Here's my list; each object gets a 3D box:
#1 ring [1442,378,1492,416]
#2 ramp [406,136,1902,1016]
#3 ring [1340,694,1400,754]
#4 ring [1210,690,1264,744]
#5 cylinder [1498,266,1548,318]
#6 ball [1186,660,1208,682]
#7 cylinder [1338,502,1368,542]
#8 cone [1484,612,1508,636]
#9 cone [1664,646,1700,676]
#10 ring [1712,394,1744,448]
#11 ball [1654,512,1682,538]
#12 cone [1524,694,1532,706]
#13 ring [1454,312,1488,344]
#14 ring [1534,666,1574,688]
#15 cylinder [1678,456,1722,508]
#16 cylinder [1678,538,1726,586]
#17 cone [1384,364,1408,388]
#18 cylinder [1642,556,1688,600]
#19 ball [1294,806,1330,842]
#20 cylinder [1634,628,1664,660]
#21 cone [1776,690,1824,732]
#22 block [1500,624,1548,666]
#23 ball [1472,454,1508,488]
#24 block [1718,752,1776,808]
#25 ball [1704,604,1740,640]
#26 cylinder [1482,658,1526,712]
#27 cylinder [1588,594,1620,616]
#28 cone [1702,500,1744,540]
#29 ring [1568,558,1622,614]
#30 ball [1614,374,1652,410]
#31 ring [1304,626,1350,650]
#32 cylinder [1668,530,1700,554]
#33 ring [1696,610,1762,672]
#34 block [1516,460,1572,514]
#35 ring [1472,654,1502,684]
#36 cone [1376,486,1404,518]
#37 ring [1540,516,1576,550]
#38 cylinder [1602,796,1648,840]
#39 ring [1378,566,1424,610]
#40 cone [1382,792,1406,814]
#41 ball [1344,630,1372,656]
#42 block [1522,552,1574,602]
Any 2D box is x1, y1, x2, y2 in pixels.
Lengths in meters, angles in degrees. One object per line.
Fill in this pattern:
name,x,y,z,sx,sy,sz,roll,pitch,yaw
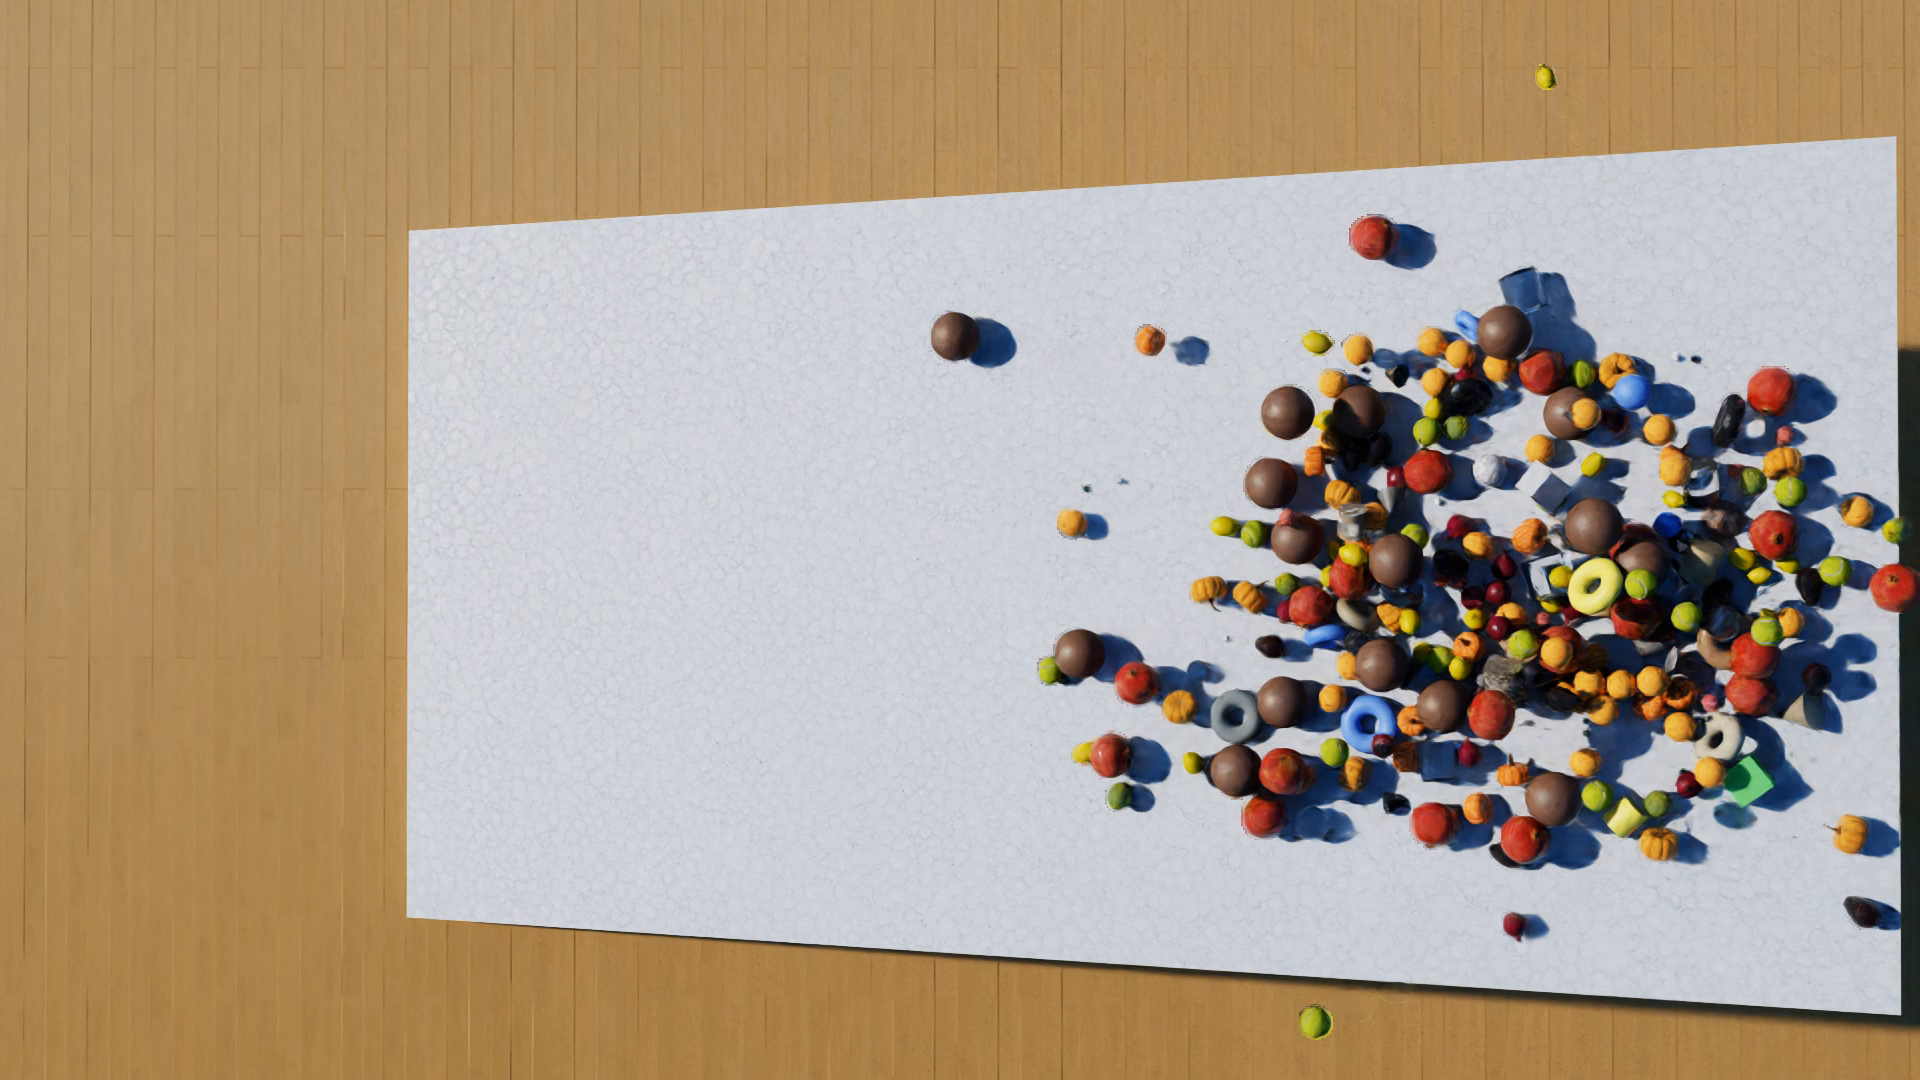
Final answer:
ring,1.221,-0.342,5.296,0.121,0.121,0.040,-1,54,0
ramp,0.281,0.089,5.754,4.000,0.100,2.000,0,89,21
ring,1.007,0.452,5.398,0.145,0.048,0.145,0,90,22
ring,0.696,0.443,5.516,0.139,0.046,0.139,0,89,19
cylinder,1.347,-0.593,5.260,0.093,0.093,0.093,-17,83,0
ball,0.599,0.331,5.548,0.056,0.056,0.056,0,89,0
cylinder,0.952,-0.044,5.329,0.070,0.070,0.070,-4,117,0
cone,1.291,0.197,5.307,0.054,0.054,0.054,3,62,0
cone,1.690,0.290,5.120,0.071,0.071,0.071,13,89,-1
ring,1.776,-0.273,5.080,0.044,0.131,0.131,16,89,9
ball,1.642,-0.034,5.104,0.062,0.062,0.062,0,89,0
cone,1.341,0.362,5.285,0.060,0.060,0.060,1,61,0
ring,1.234,-0.512,5.302,0.097,0.097,0.032,45,85,1
ring,1.410,0.326,5.225,0.098,0.098,0.033,-14,68,0
cylinder,1.713,-0.134,5.089,0.085,0.085,0.085,-23,123,0
cylinder,1.715,0.050,5.085,0.082,0.082,0.082,12,118,0
cone,0.964,-0.371,4.908,0.053,0.053,0.053,-14,112,-38
cylinder,1.648,0.091,5.140,0.076,0.076,0.076,-35,89,30
ball,0.869,0.700,5.426,0.086,0.086,0.086,0,89,0
cylinder,1.619,0.244,5.168,0.054,0.054,0.054,-31,89,17
cone,1.919,0.399,5.059,0.096,0.096,0.096,14,69,-39
block,1.348,0.254,5.258,0.076,0.076,0.076,-39,77,16
ball,1.275,-0.168,5.288,0.082,0.082,0.082,0,89,0
block,1.815,0.552,5.070,0.087,0.087,0.087,-40,76,19
ball,1.752,0.189,5.055,0.081,0.081,0.081,0,89,0
cylinder,1.290,0.343,5.209,0.094,0.094,0.094,-10,111,0
cylinder,1.519,0.142,5.195,0.074,0.074,0.074,3,92,0
cone,1.766,-0.048,5.096,0.092,0.092,0.092,0,89,21
ring,1.450,0.105,5.021,0.046,0.138,0.138,30,89,-30
ball,1.570,-0.345,5.135,0.085,0.085,0.085,0,89,0
ring,0.904,0.239,5.408,0.116,0.116,0.039,-3,72,0
cylinder,1.693,0.007,5.132,0.054,0.054,0.054,12,89,-36
ring,1.787,0.233,5.108,0.144,0.048,0.144,0,90,22
block,1.375,-0.125,5.177,0.077,0.077,0.077,33,102,-26
ring,1.276,0.313,5.287,0.086,0.029,0.086,-9,57,15
cone,1.050,-0.083,5.359,0.067,0.067,0.067,6,60,0
ring,1.420,-0.015,5.216,0.033,0.098,0.098,-44,89,-13
cylinder,1.564,0.654,5.173,0.073,0.073,0.073,44,90,1
ring,1.068,0.116,5.329,0.124,0.041,0.124,14,47,-15
cone,1.070,0.643,5.384,0.056,0.056,0.056,-3,89,-6
ball,0.971,0.251,5.360,0.066,0.066,0.066,0,89,0
block,1.393,0.087,5.189,0.095,0.095,0.095,-19,80,25
